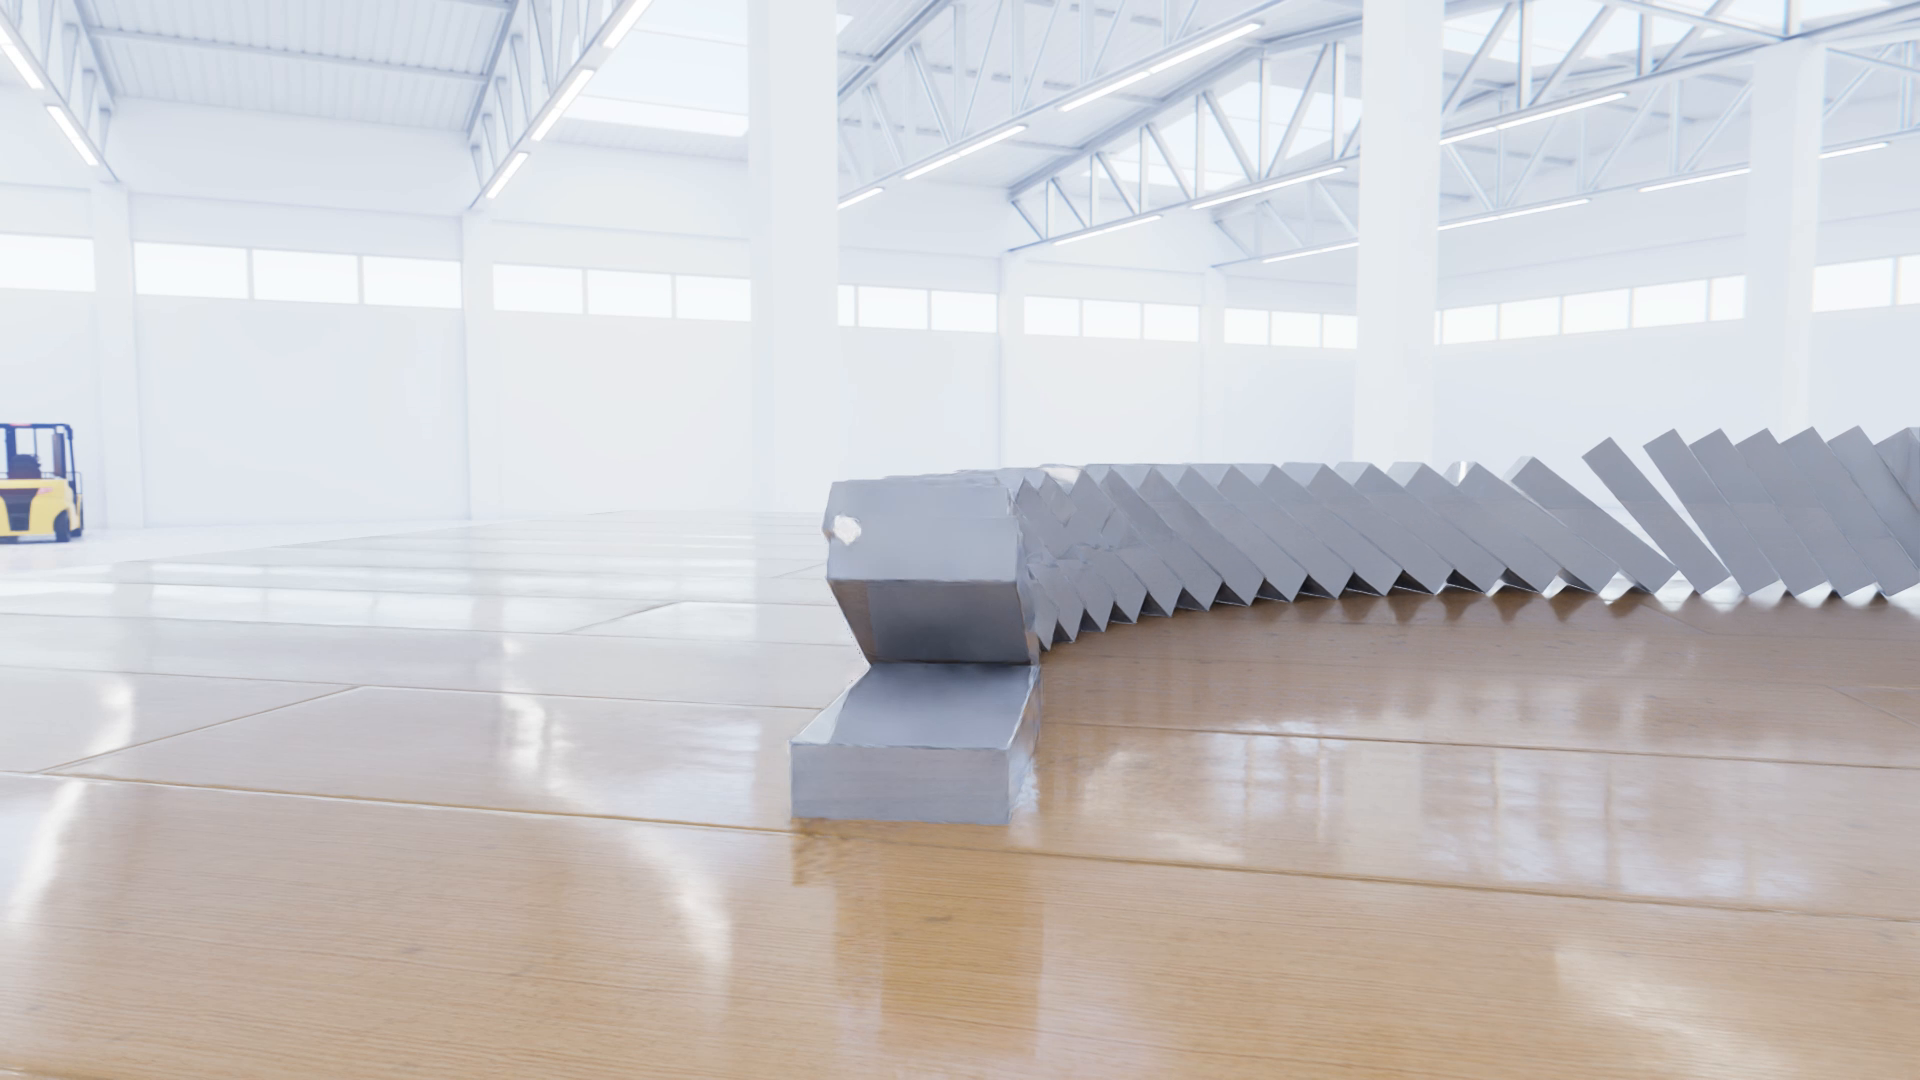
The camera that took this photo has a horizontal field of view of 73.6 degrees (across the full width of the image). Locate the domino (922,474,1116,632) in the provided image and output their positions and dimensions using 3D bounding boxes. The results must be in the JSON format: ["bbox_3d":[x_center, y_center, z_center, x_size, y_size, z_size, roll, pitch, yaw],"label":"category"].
[{"bbox_3d":[0.012,0.003,0.280,0.025,0.009,0.050,3,-29,33],"label":"domino"}]

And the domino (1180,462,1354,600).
[{"bbox_3d":[0.083,-0.003,0.356,0.050,0.009,0.025,37,-10,-20],"label":"domino"}]

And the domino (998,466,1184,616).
[{"bbox_3d":[0.031,0.001,0.310,0.025,0.009,0.050,4,-30,44],"label":"domino"}]

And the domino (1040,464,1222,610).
[{"bbox_3d":[0.042,-0.001,0.324,0.050,0.009,0.025,41,-21,-32],"label":"domino"}]

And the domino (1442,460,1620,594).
[{"bbox_3d":[0.166,-0.004,0.377,0.050,0.009,0.025,37,8,3],"label":"domino"}]

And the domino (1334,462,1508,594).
[{"bbox_3d":[0.132,-0.004,0.374,0.050,0.009,0.025,36,1,-5],"label":"domino"}]

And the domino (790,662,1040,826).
[{"bbox_3d":[-0.004,0.026,0.169,0.025,0.010,0.050,1,5,8],"label":"domino"}]

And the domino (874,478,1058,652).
[{"bbox_3d":[-0.001,0.006,0.247,0.025,0.010,0.050,1,-30,26],"label":"domino"}]

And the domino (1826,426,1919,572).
[{"bbox_3d":[0.266,-0.009,0.363,0.009,0.050,0.025,-37,-20,32],"label":"domino"}]

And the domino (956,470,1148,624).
[{"bbox_3d":[0.020,0.002,0.296,0.025,0.009,0.050,3,-30,40],"label":"domino"}]

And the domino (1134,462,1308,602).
[{"bbox_3d":[0.068,-0.002,0.347,0.050,0.009,0.025,38,-13,-24],"label":"domino"}]

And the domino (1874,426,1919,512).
[{"bbox_3d":[0.274,-0.007,0.350,0.025,0.050,0.009,-3,-27,-36],"label":"domino"}]

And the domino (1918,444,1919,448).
[{"bbox_3d":[0.278,-0.006,0.339,0.025,0.050,0.009,-3,-28,-34],"label":"domino"}]

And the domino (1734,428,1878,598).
[{"bbox_3d":[0.241,-0.009,0.368,0.009,0.050,0.025,-35,-13,27],"label":"domino"}]

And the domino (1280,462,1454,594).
[{"bbox_3d":[0.115,-0.004,0.369,0.050,0.009,0.025,36,-3,-11],"label":"domino"}]

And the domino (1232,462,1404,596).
[{"bbox_3d":[0.099,-0.003,0.364,0.050,0.009,0.025,36,-5,-14],"label":"domino"}]

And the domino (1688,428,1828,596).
[{"bbox_3d":[0.229,-0.009,0.370,0.009,0.050,0.025,-35,-13,27],"label":"domino"}]

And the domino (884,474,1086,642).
[{"bbox_3d":[0.005,0.005,0.264,0.025,0.010,0.050,2,-30,30],"label":"domino"}]

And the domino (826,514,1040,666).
[{"bbox_3d":[-0.002,0.012,0.191,0.025,0.010,0.050,0,-25,7],"label":"domino"}]

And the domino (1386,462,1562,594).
[{"bbox_3d":[0.148,-0.004,0.376,0.050,0.010,0.025,36,4,-2],"label":"domino"}]

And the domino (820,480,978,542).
[{"bbox_3d":[-0.004,0.007,0.229,0.025,0.010,0.050,1,-30,17],"label":"domino"}]

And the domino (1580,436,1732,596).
[{"bbox_3d":[0.203,-0.008,0.375,0.009,0.050,0.025,-41,-15,24],"label":"domino"}]

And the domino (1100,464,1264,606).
[{"bbox_3d":[0.055,-0.001,0.335,0.050,0.009,0.025,40,-18,-29],"label":"domino"}]

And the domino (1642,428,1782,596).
[{"bbox_3d":[0.217,-0.009,0.372,0.009,0.050,0.025,-35,-13,27],"label":"domino"}]

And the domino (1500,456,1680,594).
[{"bbox_3d":[0.184,-0.005,0.377,0.050,0.010,0.025,41,14,10],"label":"domino"}]

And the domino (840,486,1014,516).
[{"bbox_3d":[-0.002,0.009,0.210,0.025,0.009,0.050,1,-30,8],"label":"domino"}]

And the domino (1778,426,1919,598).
[{"bbox_3d":[0.253,-0.009,0.366,0.009,0.050,0.025,-35,-14,27],"label":"domino"}]
